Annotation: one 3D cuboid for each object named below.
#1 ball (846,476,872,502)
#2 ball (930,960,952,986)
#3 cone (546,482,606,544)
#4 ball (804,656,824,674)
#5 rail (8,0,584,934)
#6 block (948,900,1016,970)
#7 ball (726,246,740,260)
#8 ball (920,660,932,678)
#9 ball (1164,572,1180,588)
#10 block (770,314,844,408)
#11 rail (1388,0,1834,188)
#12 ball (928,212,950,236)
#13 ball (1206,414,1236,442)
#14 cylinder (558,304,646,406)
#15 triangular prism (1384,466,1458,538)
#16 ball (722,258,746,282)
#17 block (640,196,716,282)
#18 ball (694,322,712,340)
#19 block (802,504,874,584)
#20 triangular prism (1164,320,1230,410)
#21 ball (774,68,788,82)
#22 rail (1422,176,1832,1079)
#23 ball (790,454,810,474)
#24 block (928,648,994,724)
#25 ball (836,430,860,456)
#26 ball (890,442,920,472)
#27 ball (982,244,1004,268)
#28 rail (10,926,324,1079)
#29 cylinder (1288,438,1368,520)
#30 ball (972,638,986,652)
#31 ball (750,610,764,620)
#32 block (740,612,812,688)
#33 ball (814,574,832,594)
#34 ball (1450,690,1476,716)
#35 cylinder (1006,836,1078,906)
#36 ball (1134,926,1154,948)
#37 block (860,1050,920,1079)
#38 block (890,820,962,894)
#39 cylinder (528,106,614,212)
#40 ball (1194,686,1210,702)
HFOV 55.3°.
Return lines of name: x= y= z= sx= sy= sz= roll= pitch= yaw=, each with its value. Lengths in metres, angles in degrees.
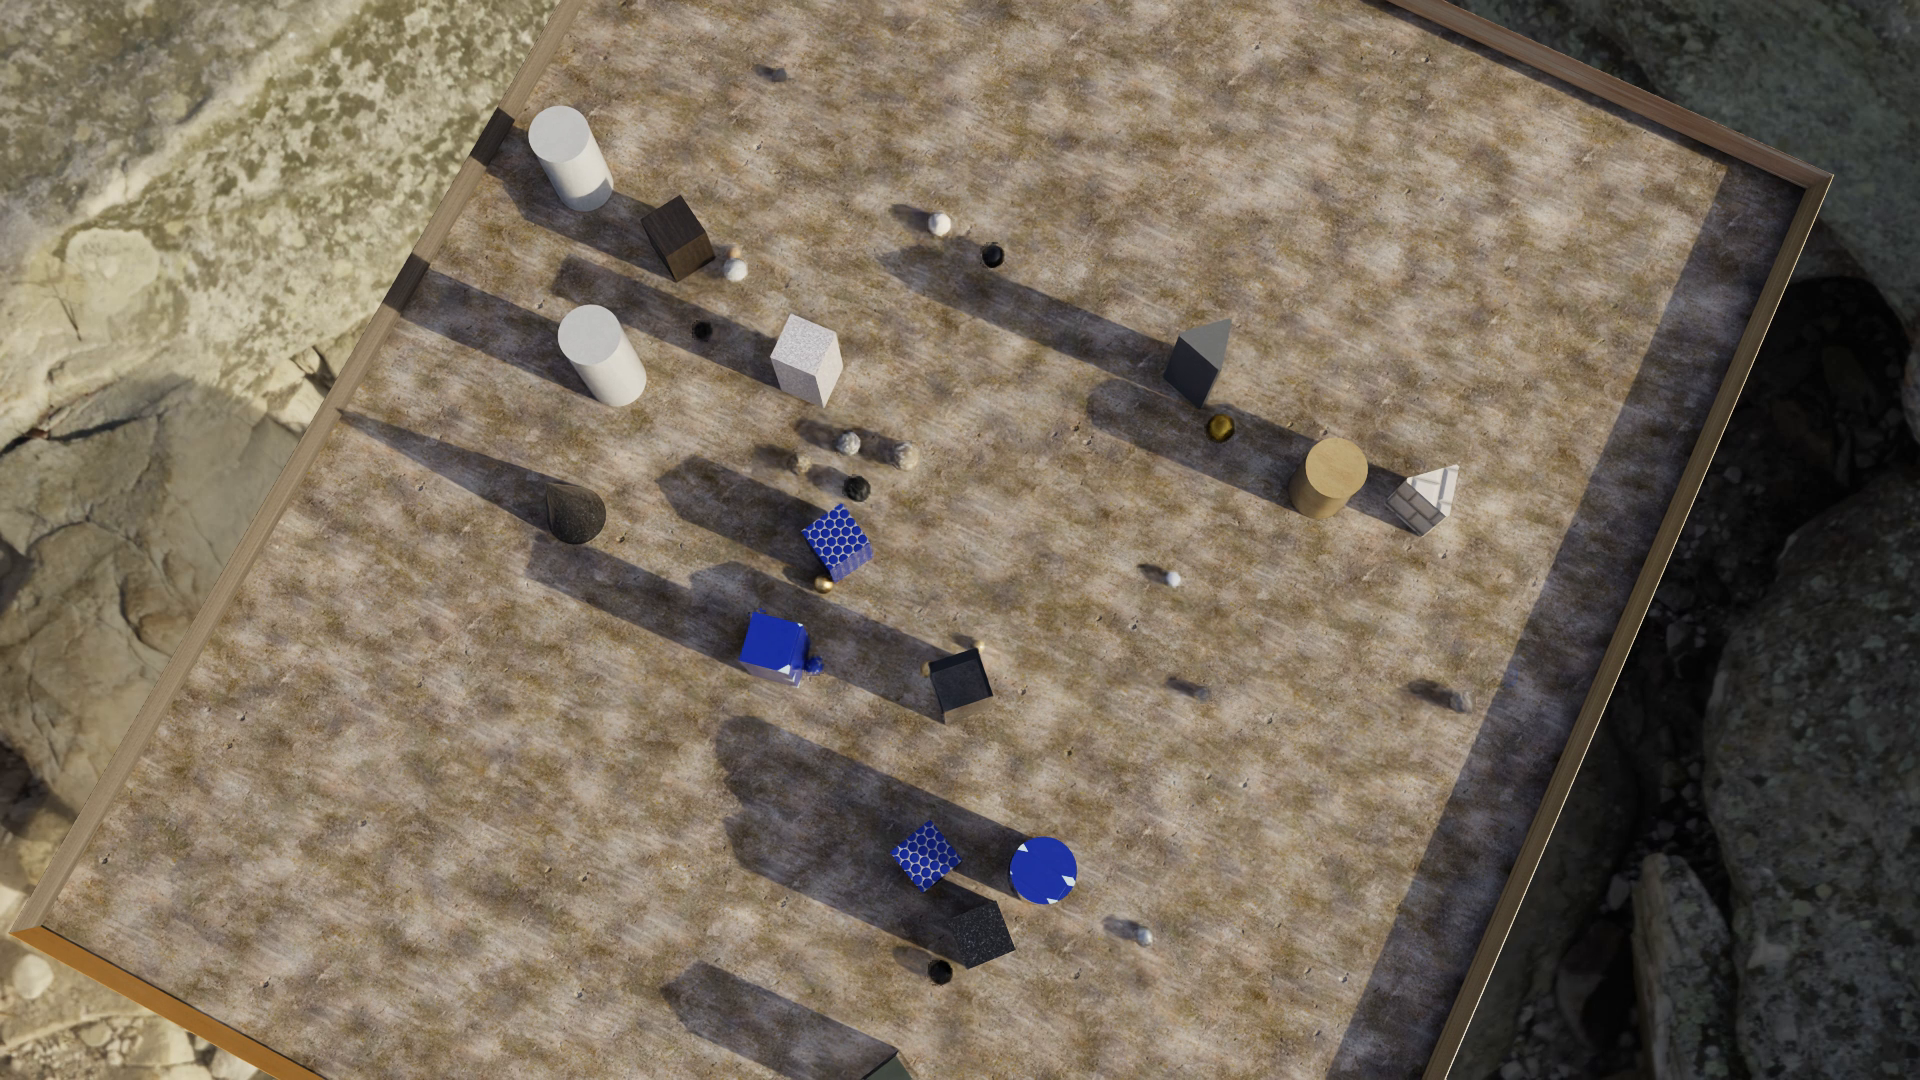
ball: x=-0.312 y=-0.155 z=5.608 sx=0.079 sy=0.079 sz=0.079 roll=0 pitch=78 yaw=0
ball: x=-0.055 y=1.257 z=5.321 sx=0.069 sy=0.069 sz=0.069 roll=0 pitch=78 yaw=0
cone: x=-1.179 y=-0.119 z=5.419 sx=0.182 sy=0.435 sz=0.182 roll=0 pitch=78 yaw=0
ball: x=-0.439 y=0.376 z=5.509 sx=0.059 sy=0.059 sz=0.059 roll=0 pitch=78 yaw=0
rail: x=-1.702 y=-0.827 z=5.726 sx=0.045 sy=0.119 sz=4.520 roll=26 pitch=80 yaw=5
block: x=0.060 y=1.124 z=5.223 sx=0.146 sy=0.314 sz=0.146 roll=-21 pitch=79 yaw=-4
ball: x=-0.717 y=-0.905 z=5.780 sx=0.046 sy=0.046 sz=0.046 roll=0 pitch=78 yaw=0
ball: x=-0.094 y=0.388 z=5.509 sx=0.052 sy=0.052 sz=0.052 roll=0 pitch=78 yaw=0
ball: x=0.645 y=0.119 z=5.567 sx=0.049 sy=0.049 sz=0.049 roll=0 pitch=78 yaw=0
block: x=-0.461 y=-0.538 z=5.550 sx=0.146 sy=0.347 sz=0.146 roll=23 pitch=79 yaw=5
rail: x=1.000 y=-1.952 z=5.958 sx=3.853 sy=0.119 sz=0.045 roll=26 pitch=80 yaw=5
ball: x=-0.065 y=-0.998 z=5.786 sx=0.072 sy=0.072 sz=0.072 roll=0 pitch=78 yaw=0
ball: x=0.804 y=-0.346 z=5.643 sx=0.087 sy=0.087 sz=0.087 roll=0 pitch=78 yaw=0
cylinder: x=-1.070 y=-0.548 z=5.506 sx=0.182 sy=0.439 sz=0.182 roll=0 pitch=78 yaw=0
triangular prism: x=1.409 y=-0.140 z=5.494 sx=0.158 sy=0.295 sz=0.137 roll=43 pitch=82 yaw=8
ball: x=-0.707 y=-0.848 z=5.754 sx=0.074 sy=0.074 sz=0.074 roll=0 pitch=78 yaw=0
block: x=-0.874 y=-0.934 z=5.692 sx=0.146 sy=0.229 sz=0.146 roll=-34 pitch=80 yaw=-7
ball: x=-0.803 y=-0.655 z=5.723 sx=0.056 sy=0.056 sz=0.056 roll=0 pitch=78 yaw=0
block: x=-0.366 y=0.012 z=5.500 sx=0.146 sy=0.223 sz=0.146 roll=-35 pitch=80 yaw=-7
triangular prism: x=0.740 y=-0.550 z=5.515 sx=0.158 sy=0.422 sz=0.137 roll=43 pitch=81 yaw=8
ball: x=-0.577 y=-1.496 z=5.902 sx=0.046 sy=0.046 sz=0.046 roll=0 pitch=78 yaw=0
rail: x=1.702 y=0.840 z=5.381 sx=0.045 sy=0.119 sz=4.520 roll=26 pitch=80 yaw=5
ball: x=-0.493 y=-0.234 z=5.631 sx=0.065 sy=0.065 sz=0.065 roll=0 pitch=78 yaw=0
block: x=0.002 y=0.429 z=5.351 sx=0.146 sy=0.346 sz=0.146 roll=-18 pitch=79 yaw=-4
ball: x=-0.345 y=-0.297 z=5.638 sx=0.078 sy=0.078 sz=0.078 roll=0 pitch=78 yaw=0
ball: x=-0.168 y=-0.257 z=5.623 sx=0.091 sy=0.091 sz=0.091 roll=0 pitch=78 yaw=0
ball: x=0.104 y=-0.893 z=5.763 sx=0.074 sy=0.074 sz=0.074 roll=0 pitch=78 yaw=0
rail: x=-1.000 y=1.965 z=5.149 sx=3.853 sy=0.119 sz=0.045 roll=26 pitch=80 yaw=5
cylinder: x=1.103 y=-0.182 z=5.506 sx=0.182 sy=0.289 sz=0.182 roll=0 pitch=78 yaw=0
ball: x=0.055 y=0.319 z=5.529 sx=0.043 sy=0.043 sz=0.043 roll=0 pitch=78 yaw=0
ball: x=-0.609 y=0.239 z=5.541 sx=0.050 sy=0.050 sz=0.050 roll=0 pitch=78 yaw=0
block: x=-0.539 y=0.325 z=5.381 sx=0.146 sy=0.330 sz=0.146 roll=15 pitch=79 yaw=3
ball: x=-0.415 y=0.134 z=5.559 sx=0.059 sy=0.059 sz=0.059 roll=0 pitch=78 yaw=0
ball: x=1.504 y=0.487 z=5.479 sx=0.072 sy=0.072 sz=0.072 roll=0 pitch=78 yaw=0
cylinder: x=0.229 y=0.945 z=5.212 sx=0.182 sy=0.409 sz=0.182 roll=0 pitch=78 yaw=0
ball: x=0.539 y=1.158 z=5.346 sx=0.060 sy=0.060 sz=0.060 roll=0 pitch=78 yaw=0
block: x=-0.190 y=1.548 z=5.156 sx=0.146 sy=0.274 sz=0.146 roll=-36 pitch=81 yaw=-7
block: x=-0.096 y=0.919 z=5.304 sx=0.146 sy=0.240 sz=0.146 roll=-39 pitch=81 yaw=-7
cylinder: x=-1.198 y=-1.173 z=5.662 sx=0.182 sy=0.385 sz=0.182 roll=0 pitch=78 yaw=0
ball: x=0.727 y=0.462 z=5.496 sx=0.050 sy=0.050 sz=0.050 roll=0 pitch=78 yaw=0
